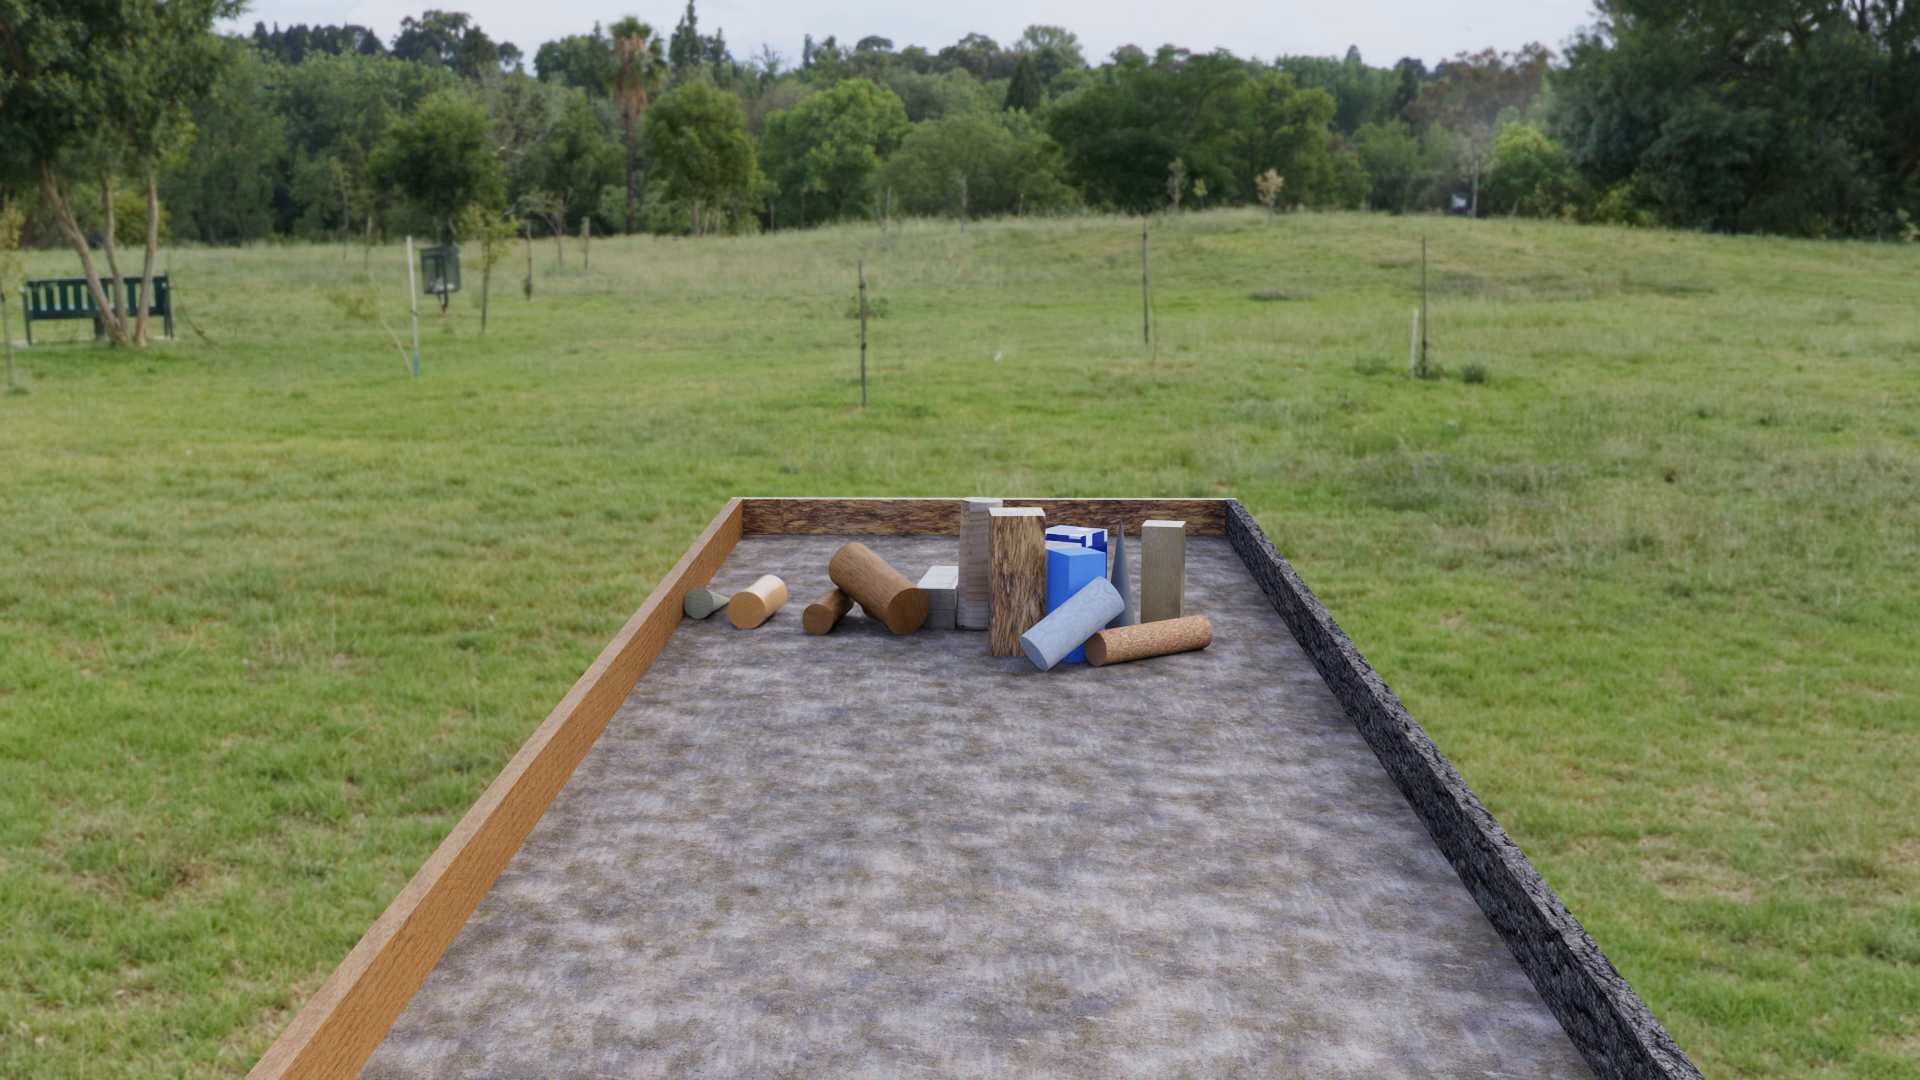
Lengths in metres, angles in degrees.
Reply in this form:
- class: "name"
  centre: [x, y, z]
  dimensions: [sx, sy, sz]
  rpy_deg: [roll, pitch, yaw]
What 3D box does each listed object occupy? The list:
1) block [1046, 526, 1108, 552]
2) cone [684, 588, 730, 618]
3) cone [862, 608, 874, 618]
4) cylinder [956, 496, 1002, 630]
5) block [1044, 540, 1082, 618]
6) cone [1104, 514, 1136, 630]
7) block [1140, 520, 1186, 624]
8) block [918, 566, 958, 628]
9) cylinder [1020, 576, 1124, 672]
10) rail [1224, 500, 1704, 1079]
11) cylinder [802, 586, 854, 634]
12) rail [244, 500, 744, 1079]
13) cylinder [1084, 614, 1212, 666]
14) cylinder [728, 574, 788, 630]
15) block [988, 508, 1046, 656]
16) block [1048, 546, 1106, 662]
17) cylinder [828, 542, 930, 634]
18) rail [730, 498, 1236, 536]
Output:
- class: "block"
  centre: [0.361, 0.126, 7.201]
  dimensions: [0.177, 0.317, 0.177]
  rpy_deg: [6, 11, 31]
- class: "cone"
  centre: [-0.834, 0.210, 7.519]
  dimensions: [0.105, 0.105, 0.352]
  rpy_deg: [2, 1, 13]
- class: "cone"
  centre: [-0.209, 0.214, 7.493]
  dimensions: [0.106, 0.106, 0.326]
  rpy_deg: [5, 1, 28]
- class: "cylinder"
  centre: [0.063, 0.076, 7.177]
  dimensions: [0.135, 0.418, 0.135]
  rpy_deg: [3, 8, 0]
- class: "block"
  centre: [0.280, 0.166, 6.988]
  dimensions: [0.155, 0.305, 0.155]
  rpy_deg: [5, 10, 30]
- class: "cone"
  centre: [0.505, 0.122, 6.925]
  dimensions: [0.116, 0.412, 0.116]
  rpy_deg: [0, 9, 0]
- class: "block"
  centre: [0.663, 0.116, 7.179]
  dimensions: [0.129, 0.344, 0.129]
  rpy_deg: [2, 9, 12]
- class: "block"
  centre: [-0.057, 0.189, 7.396]
  dimensions: [0.131, 0.131, 0.437]
  rpy_deg: [1, 9, 7]
- class: "cylinder"
  centre: [0.335, 0.250, 6.572]
  dimensions: [0.306, 0.129, 0.129]
  rpy_deg: [-37, 22, -17]
- class: "rail"
  centre: [1.046, 0.843, 3.208]
  dimensions: [0.050, 0.150, 12.000]
  rpy_deg: [0, 9, 1]
- class: "cylinder"
  centre: [-0.432, 0.228, 7.243]
  dimensions: [0.102, 0.102, 0.352]
  rpy_deg: [1, 9, 8]
- class: "rail"
  centre: [-1.004, 0.839, 3.234]
  dimensions: [0.050, 0.150, 12.000]
  rpy_deg: [0, 9, 1]
- class: "cylinder"
  centre: [0.580, 0.307, 6.741]
  dimensions: [0.436, 0.105, 0.105]
  rpy_deg: [-7, 11, -37]
- class: "cylinder"
  centre: [-0.672, 0.205, 7.316]
  dimensions: [0.125, 0.125, 0.322]
  rpy_deg: [1, 9, 8]
- class: "block"
  centre: [0.175, 0.128, 6.799]
  dimensions: [0.164, 0.437, 0.164]
  rpy_deg: [0, 10, -3]
- class: "block"
  centre: [0.356, 0.196, 6.721]
  dimensions: [0.128, 0.328, 0.128]
  rpy_deg: [-4, 10, -26]
- class: "cylinder"
  centre: [-0.267, 0.157, 7.205]
  dimensions: [0.164, 0.164, 0.382]
  rpy_deg: [-6, 25, -32]
- class: "rail"
  centre: [0.099, -0.098, 9.147]
  dimensions: [2.100, 0.150, 0.050]
  rpy_deg: [0, 9, 1]
